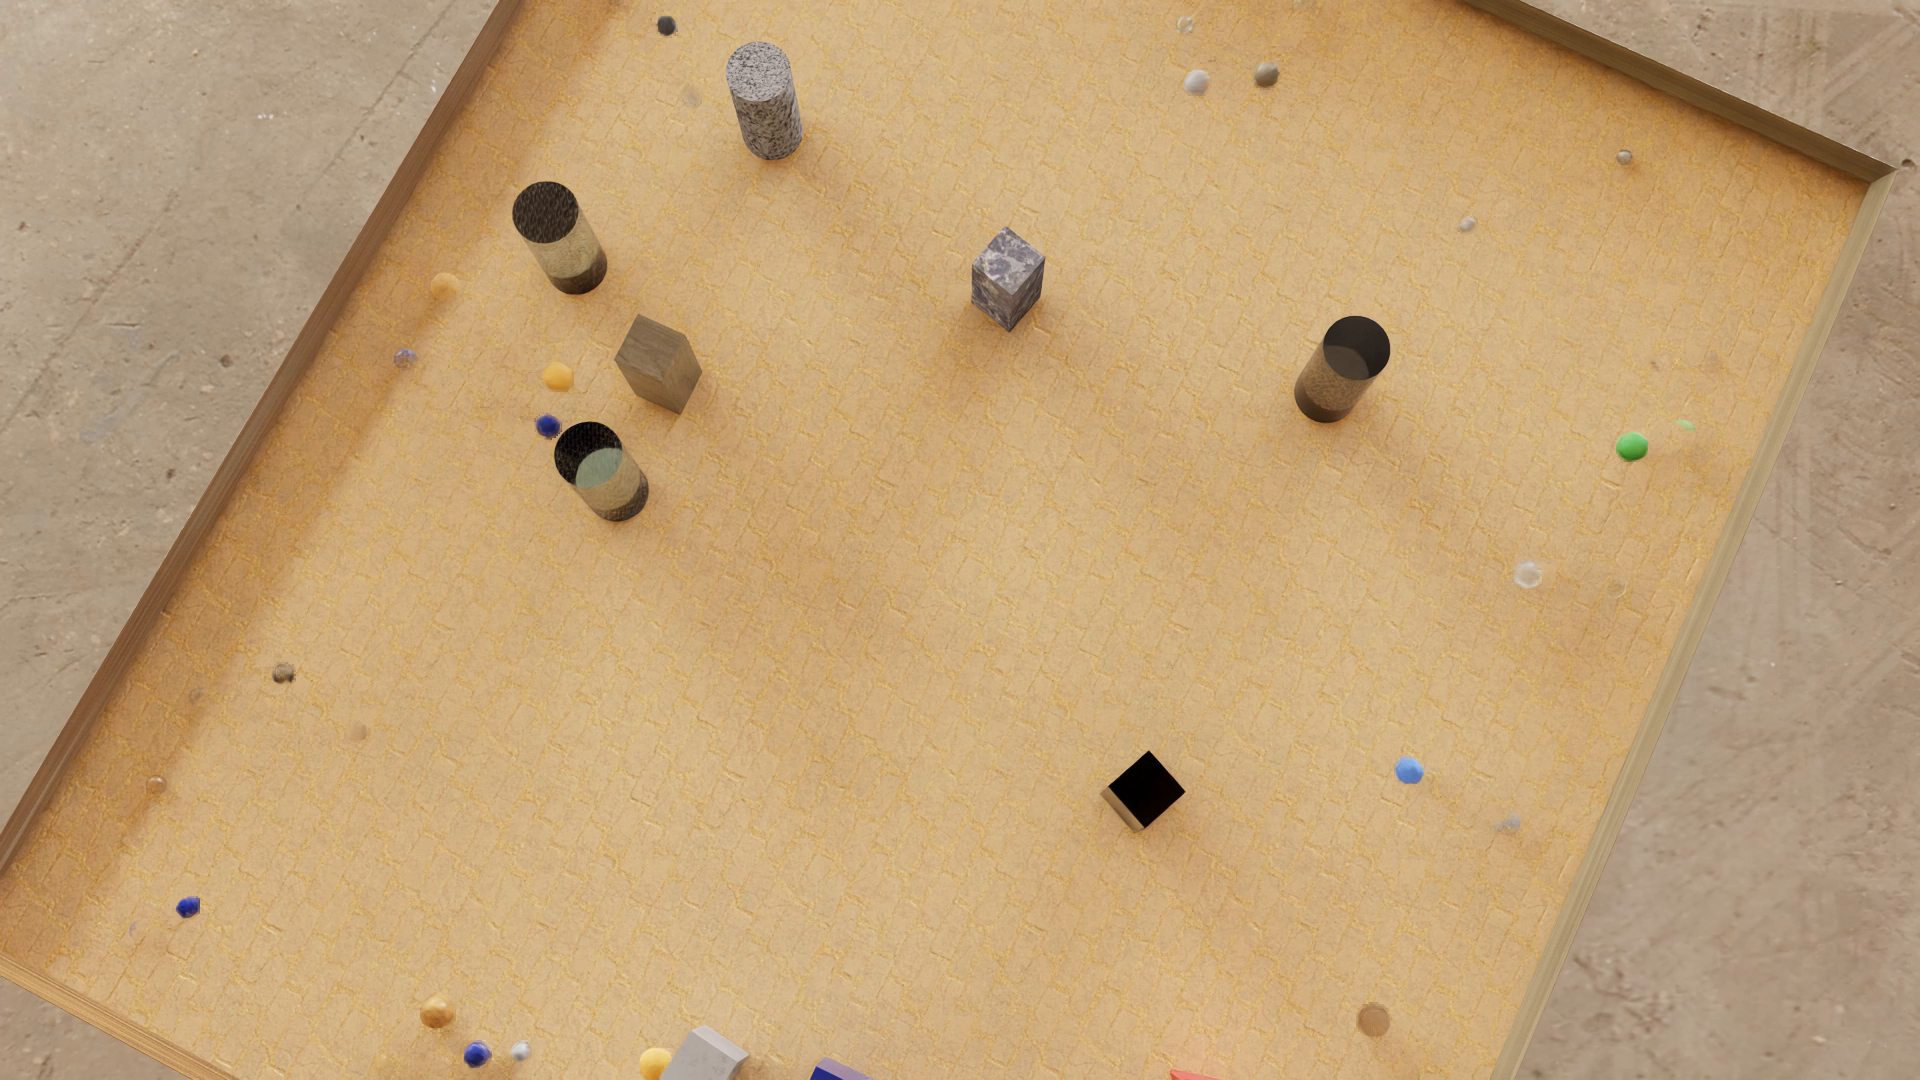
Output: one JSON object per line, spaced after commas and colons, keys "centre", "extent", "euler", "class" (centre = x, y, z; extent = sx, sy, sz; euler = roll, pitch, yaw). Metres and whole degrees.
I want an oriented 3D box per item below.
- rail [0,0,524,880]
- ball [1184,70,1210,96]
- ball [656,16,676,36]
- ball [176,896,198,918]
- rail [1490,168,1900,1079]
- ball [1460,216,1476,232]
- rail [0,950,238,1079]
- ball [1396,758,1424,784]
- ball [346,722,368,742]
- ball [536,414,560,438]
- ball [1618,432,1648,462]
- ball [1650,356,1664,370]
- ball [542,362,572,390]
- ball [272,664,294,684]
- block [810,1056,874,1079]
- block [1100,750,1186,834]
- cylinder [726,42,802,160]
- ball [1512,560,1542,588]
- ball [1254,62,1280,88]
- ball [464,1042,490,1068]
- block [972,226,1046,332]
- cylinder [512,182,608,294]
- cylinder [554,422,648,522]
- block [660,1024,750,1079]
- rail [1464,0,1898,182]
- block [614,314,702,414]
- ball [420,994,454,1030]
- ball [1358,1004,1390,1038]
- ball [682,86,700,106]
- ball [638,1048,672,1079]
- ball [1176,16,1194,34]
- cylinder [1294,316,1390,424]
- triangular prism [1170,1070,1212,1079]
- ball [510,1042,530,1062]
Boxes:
{"centre": [-1.857, -0.902, 5.738], "extent": [0.045, 0.126, 4.734], "euler": [26, 80, 5], "class": "rail"}
{"centre": [0.761, -1.469, 5.879], "extent": [0.081, 0.081, 0.081], "euler": [0, 78, 0], "class": "ball"}
{"centre": [-0.950, -1.665, 5.929], "extent": [0.063, 0.063, 0.063], "euler": [0, 78, 0], "class": "ball"}
{"centre": [-2.261, 1.075, 5.363], "extent": [0.061, 0.061, 0.061], "euler": [0, 78, 0], "class": "ball"}
{"centre": [1.857, 0.916, 5.362], "extent": [0.045, 0.126, 4.734], "euler": [26, 80, 5], "class": "rail"}
{"centre": [1.606, -0.997, 5.798], "extent": [0.049, 0.049, 0.049], "euler": [0, 78, 0], "class": "ball"}
{"centre": [-1.048, 2.059, 5.125], "extent": [4.199, 0.126, 0.045], "euler": [26, 80, 5], "class": "rail"}
{"centre": [1.334, 0.686, 5.434], "extent": [0.079, 0.079, 0.079], "euler": [0, 78, 0], "class": "ball"}
{"centre": [-1.799, 0.576, 5.467], "extent": [0.059, 0.059, 0.059], "euler": [0, 78, 0], "class": "ball"}
{"centre": [-1.272, -0.353, 5.653], "extent": [0.072, 0.072, 0.072], "euler": [0, 78, 0], "class": "ball"}
{"centre": [2.068, -0.287, 5.631], "extent": [0.089, 0.089, 0.089], "euler": [0, 78, 0], "class": "ball"}
{"centre": [2.173, -0.551, 5.710], "extent": [0.041, 0.041, 0.041], "euler": [0, 78, 0], "class": "ball"}
{"centre": [-1.246, -0.507, 5.675], "extent": [0.090, 0.090, 0.090], "euler": [0, 78, 0], "class": "ball"}
{"centre": [-2.032, 0.403, 5.501], "extent": [0.062, 0.062, 0.062], "euler": [0, 78, 0], "class": "ball"}
{"centre": [-0.350, 1.557, 5.101], "extent": [0.155, 0.379, 0.155], "euler": [24, 79, 5], "class": "block"}
{"centre": [0.526, 0.732, 5.307], "extent": [0.155, 0.310, 0.155], "euler": [-40, 81, -8], "class": "block"}
{"centre": [-0.602, -1.354, 5.677], "extent": [0.194, 0.430, 0.194], "euler": [0, 78, 0], "class": "cylinder"}
{"centre": [1.720, 0.105, 5.551], "extent": [0.086, 0.086, 0.086], "euler": [0, 78, 0], "class": "ball"}
{"centre": [0.984, -1.495, 5.885], "extent": [0.081, 0.081, 0.081], "euler": [0, 78, 0], "class": "ball"}
{"centre": [-1.391, 1.480, 5.272], "extent": [0.075, 0.075, 0.075], "euler": [0, 78, 0], "class": "ball"}
{"centre": [0.145, -0.793, 5.601], "extent": [0.155, 0.352, 0.155], "euler": [39, 81, 7], "class": "block"}
{"centre": [-1.212, -0.913, 5.576], "extent": [0.194, 0.449, 0.194], "euler": [0, 78, 0], "class": "cylinder"}
{"centre": [-1.055, -0.197, 5.425], "extent": [0.194, 0.454, 0.194], "euler": [0, 78, 0], "class": "cylinder"}
{"centre": [-0.717, 1.483, 5.161], "extent": [0.155, 0.291, 0.155], "euler": [32, 80, 6], "class": "block"}
{"centre": [1.048, -2.046, 5.974], "extent": [4.199, 0.126, 0.045], "euler": [26, 80, 5], "class": "rail"}
{"centre": [-0.907, -0.526, 5.537], "extent": [0.155, 0.369, 0.155], "euler": [24, 79, 5], "class": "block"}
{"centre": [-1.509, 1.362, 5.286], "extent": [0.096, 0.096, 0.096], "euler": [0, 78, 0], "class": "ball"}
{"centre": [1.193, 1.387, 5.282], "extent": [0.092, 0.092, 0.092], "euler": [0, 78, 0], "class": "ball"}
{"centre": [-0.862, -1.423, 5.881], "extent": [0.060, 0.060, 0.060], "euler": [0, 78, 0], "class": "ball"}
{"centre": [-0.873, 1.504, 5.256], "extent": [0.096, 0.096, 0.096], "euler": [0, 78, 0], "class": "ball"}
{"centre": [0.727, -1.667, 5.932], "extent": [0.058, 0.058, 0.058], "euler": [0, 78, 0], "class": "ball"}
{"centre": [1.139, -0.505, 5.485], "extent": [0.194, 0.463, 0.194], "euler": [0, 78, 0], "class": "cylinder"}
{"centre": [0.662, 1.546, 5.124], "extent": [0.146, 0.337, 0.168], "euler": [41, 81, 8], "class": "triangular prism"}
{"centre": [-1.268, 1.476, 5.283], "extent": [0.054, 0.054, 0.054], "euler": [0, 78, 0], "class": "ball"}
